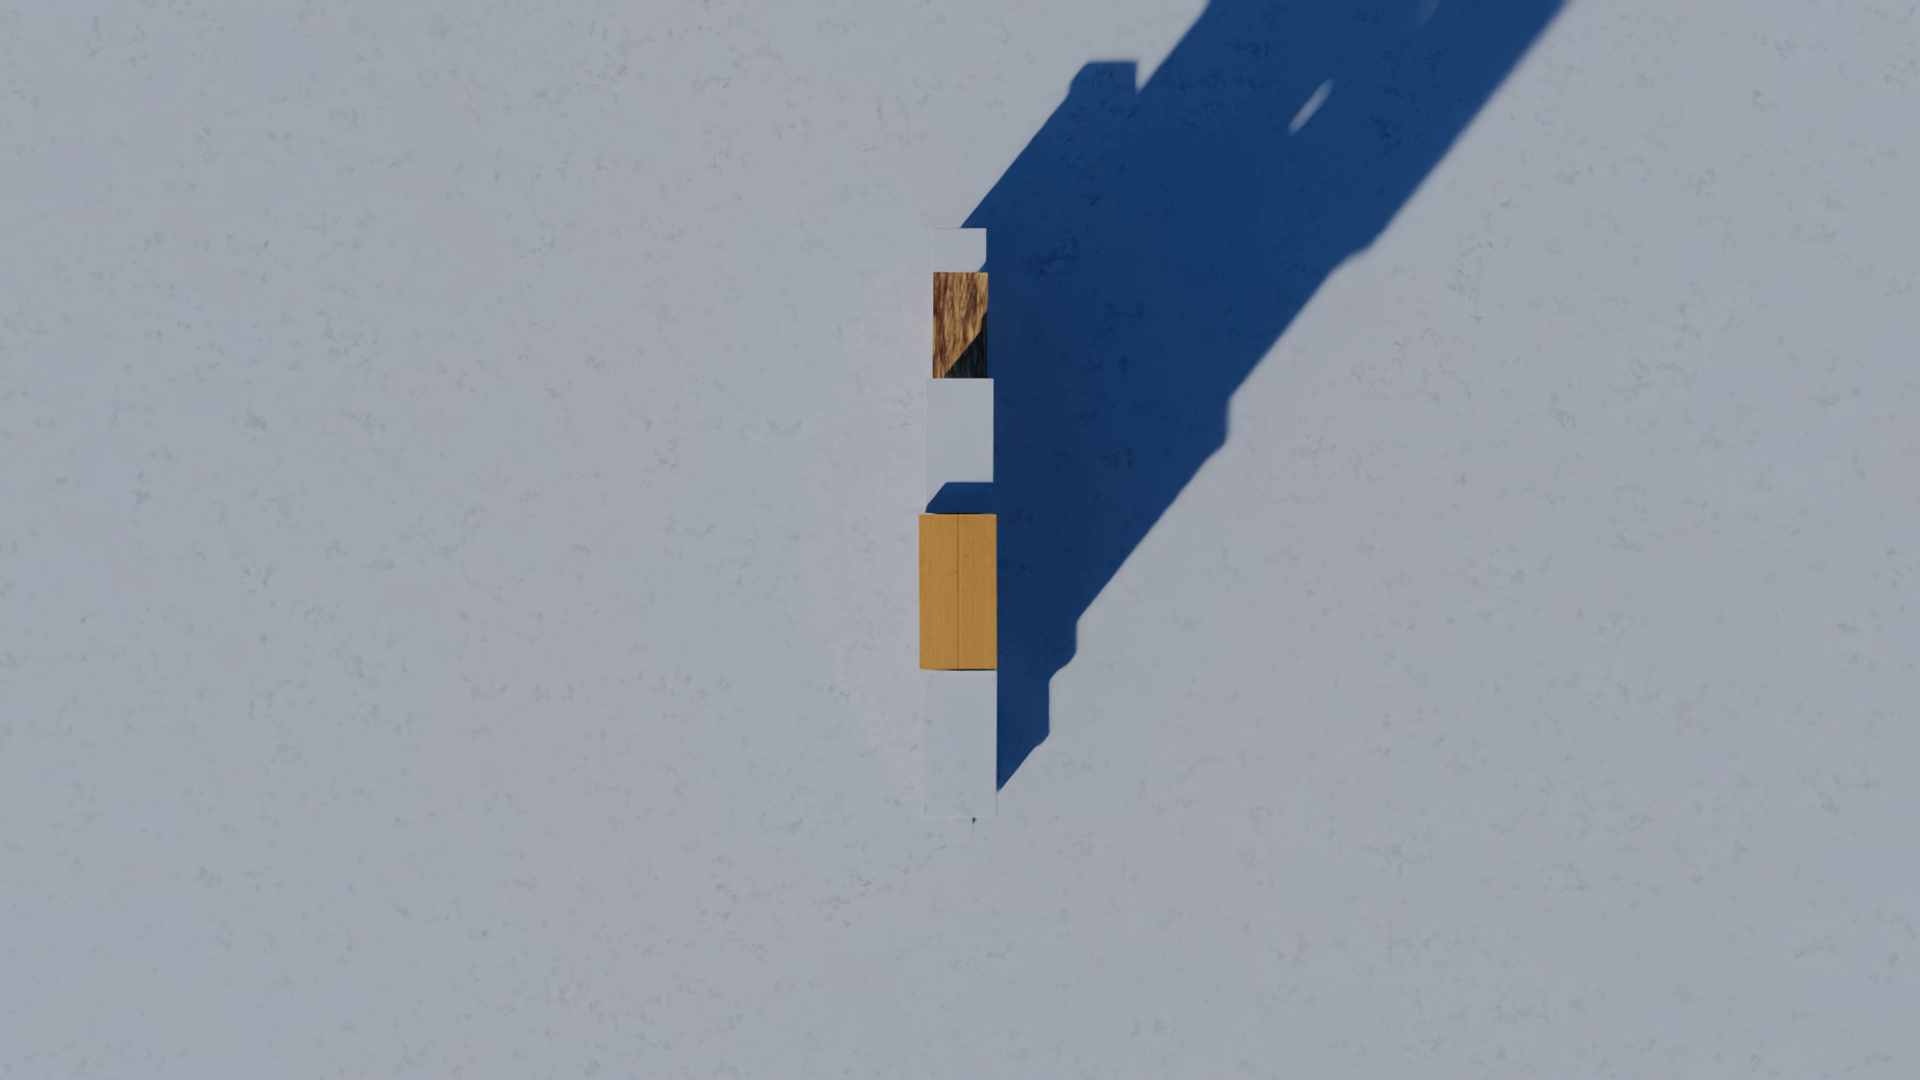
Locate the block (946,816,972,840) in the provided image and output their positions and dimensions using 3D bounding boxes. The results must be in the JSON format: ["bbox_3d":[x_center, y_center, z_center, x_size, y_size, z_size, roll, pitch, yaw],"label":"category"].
[{"bbox_3d":[-0.002,0.882,5.318,0.085,0.024,0.170,0,90,0],"label":"block"}]

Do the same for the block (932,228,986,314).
[{"bbox_3d":[-0.003,-0.799,5.141,0.168,0.048,0.336,0,90,0],"label":"block"}]

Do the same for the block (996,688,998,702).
[{"bbox_3d":[0.004,0.357,4.057,0.171,0.342,0.048,0,90,0],"label":"block"}]

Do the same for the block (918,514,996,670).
[{"bbox_3d":[-0.005,0.120,3.838,0.179,0.051,0.357,0,90,0],"label":"block"}]

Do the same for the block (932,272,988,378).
[{"bbox_3d":[0.001,-0.517,4.021,0.133,0.038,0.265,1,90,0],"label":"block"}]

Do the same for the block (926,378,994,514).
[{"bbox_3d":[-0.001,-0.221,3.883,0.157,0.045,0.315,0,90,0],"label":"block"}]

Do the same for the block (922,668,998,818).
[{"bbox_3d":[0.000,0.474,3.862,0.171,0.048,0.342,0,90,0],"label":"block"}]
